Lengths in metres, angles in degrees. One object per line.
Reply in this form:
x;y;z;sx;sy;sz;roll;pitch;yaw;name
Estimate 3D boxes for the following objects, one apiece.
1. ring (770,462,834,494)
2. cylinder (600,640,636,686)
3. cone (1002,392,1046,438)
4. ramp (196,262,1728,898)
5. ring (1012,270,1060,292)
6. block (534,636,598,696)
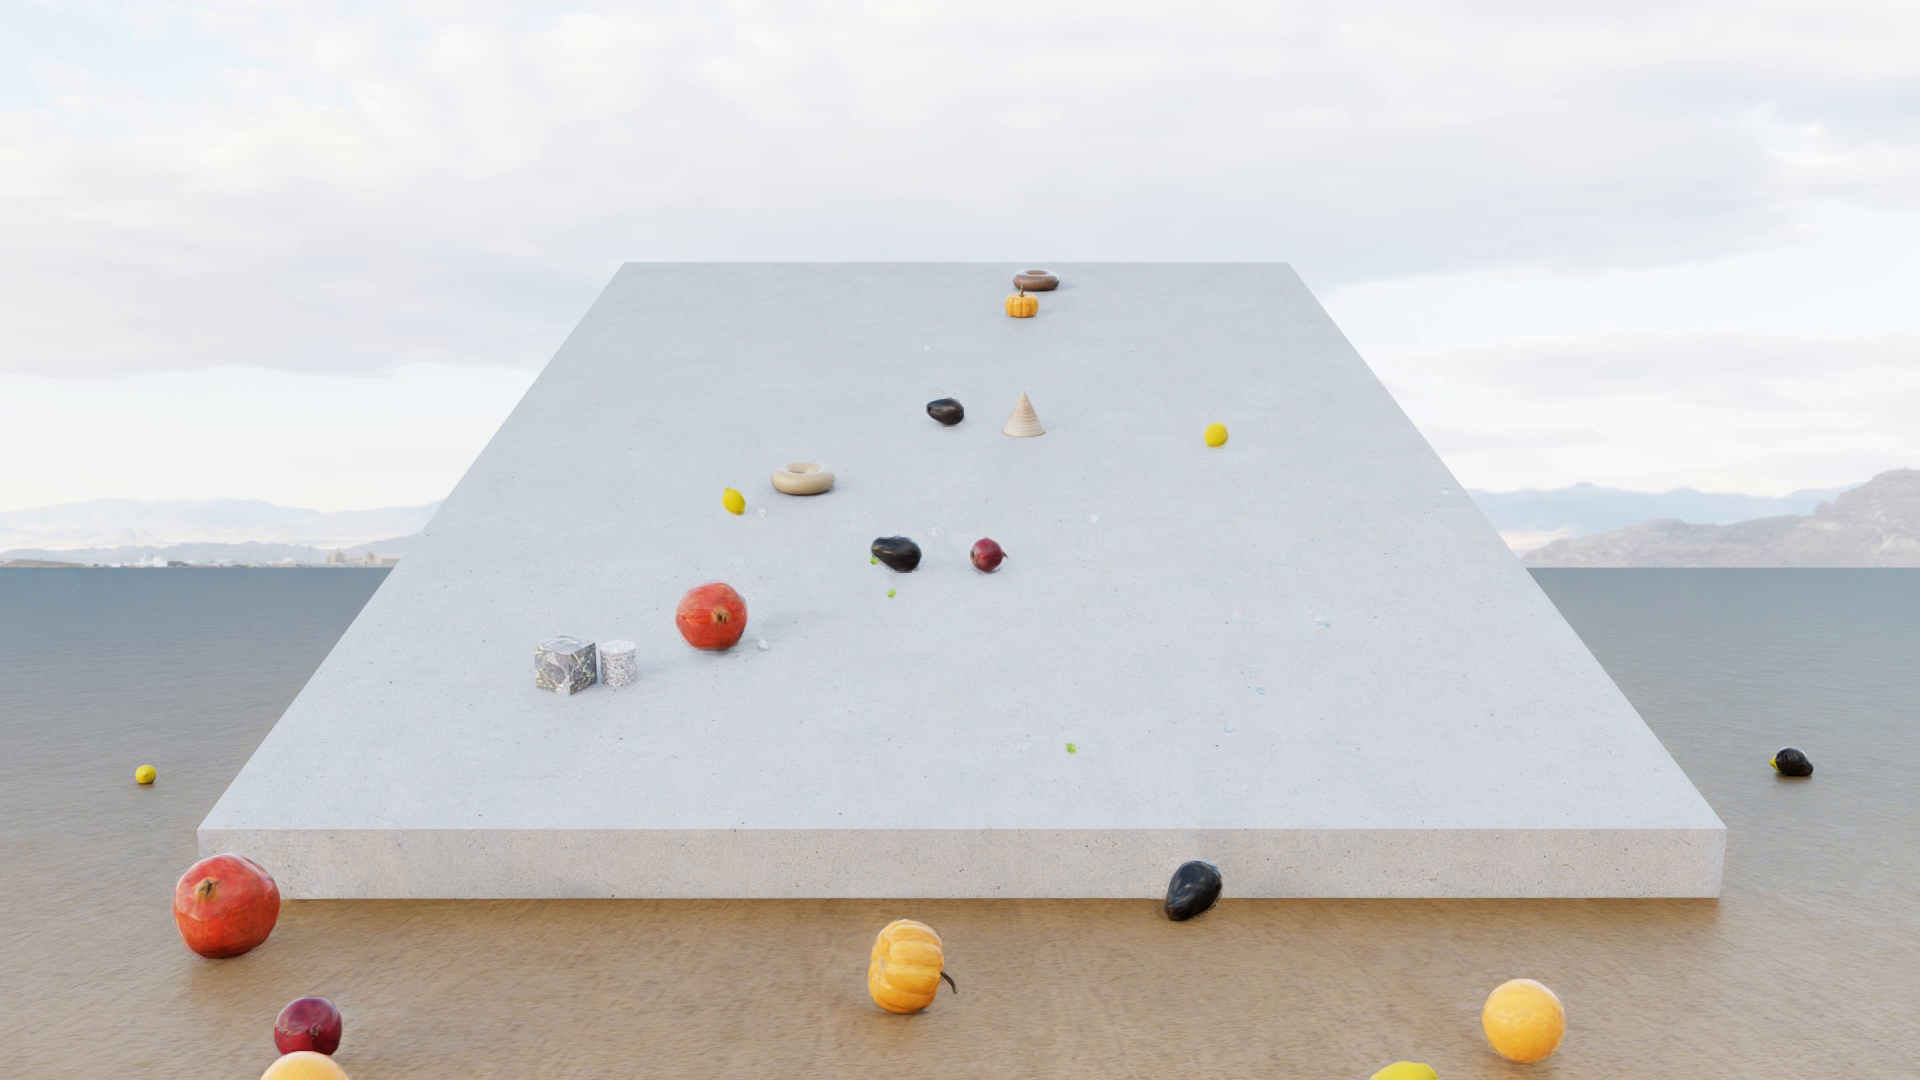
-0.311;-0.121;4.412;0.126;0.042;0.126;1;17;0;ring
-0.523;0.189;3.417;0.054;0.054;0.054;0;18;0;cylinder
0.138;-0.280;4.822;0.095;0.095;0.095;0;18;0;cone
-0.003;-0.183;4.837;2.000;0.100;4.000;0;18;0;ramp
0.216;-0.738;6.342;0.135;0.045;0.135;1;17;0;ring
-0.599;0.190;3.394;0.065;0.065;0.065;10;20;28;block
